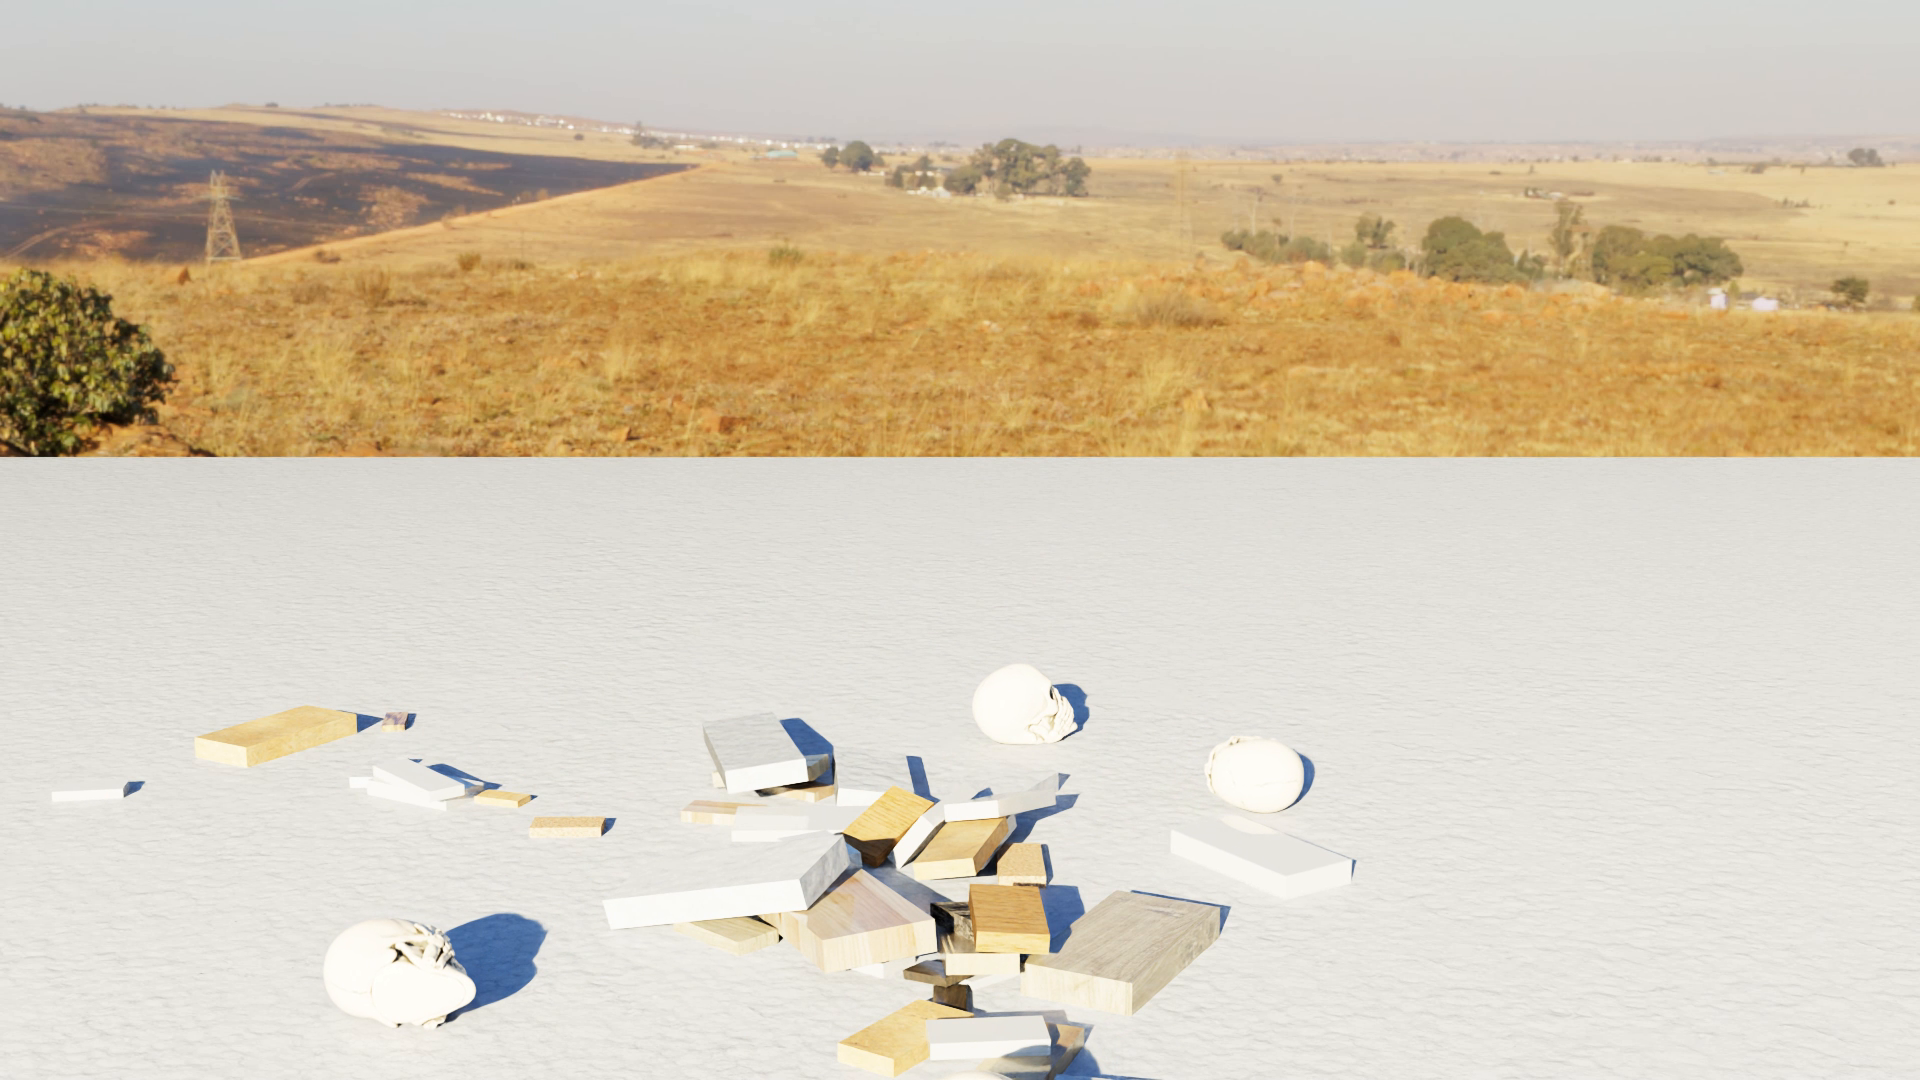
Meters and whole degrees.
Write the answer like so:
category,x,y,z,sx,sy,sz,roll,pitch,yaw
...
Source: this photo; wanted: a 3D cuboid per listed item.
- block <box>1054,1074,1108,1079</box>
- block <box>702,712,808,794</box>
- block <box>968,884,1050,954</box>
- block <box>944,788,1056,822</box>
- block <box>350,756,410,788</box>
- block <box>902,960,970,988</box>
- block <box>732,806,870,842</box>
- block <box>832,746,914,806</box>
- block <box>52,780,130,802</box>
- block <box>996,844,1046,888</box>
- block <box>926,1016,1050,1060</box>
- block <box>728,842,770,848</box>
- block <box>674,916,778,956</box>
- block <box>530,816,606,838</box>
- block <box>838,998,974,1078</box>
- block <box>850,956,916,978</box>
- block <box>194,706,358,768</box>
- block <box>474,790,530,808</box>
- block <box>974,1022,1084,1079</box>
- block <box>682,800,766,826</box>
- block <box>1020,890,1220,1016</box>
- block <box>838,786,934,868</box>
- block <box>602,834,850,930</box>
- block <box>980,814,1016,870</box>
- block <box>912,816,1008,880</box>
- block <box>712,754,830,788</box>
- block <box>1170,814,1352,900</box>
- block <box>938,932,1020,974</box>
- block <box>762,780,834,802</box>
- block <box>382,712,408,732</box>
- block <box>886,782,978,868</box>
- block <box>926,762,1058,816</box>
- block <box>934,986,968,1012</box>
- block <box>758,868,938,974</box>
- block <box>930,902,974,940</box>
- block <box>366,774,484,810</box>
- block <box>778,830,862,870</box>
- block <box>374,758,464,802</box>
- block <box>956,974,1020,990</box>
category,x,y,z,sx,sy,sz,roll,pitch,yaw
block,0.196,0.729,2.860,0.157,0.022,0.079,2,11,13
block,-0.408,0.412,4.311,0.148,0.042,0.567,-8,6,-10
block,0.072,0.566,3.295,0.106,0.030,0.212,3,10,-3
block,0.073,0.469,3.893,0.102,0.029,0.250,-8,-5,25
block,-1.142,0.457,4.330,0.072,0.020,0.143,1,11,4
block,-0.035,0.645,3.273,0.049,0.014,0.097,-15,9,-40
block,-0.261,0.518,3.946,0.285,0.040,0.143,0,11,-1
block,-0.168,0.460,4.210,0.143,0.040,0.285,6,10,-6
block,-1.665,0.480,4.214,0.128,0.018,0.064,-2,11,-9
block,0.103,0.559,3.775,0.079,0.022,0.174,0,11,-1
block,0.037,0.677,2.992,0.162,0.023,0.081,-1,11,-6
block,-0.315,0.550,3.818,0.178,0.025,0.088,0,11,1
block,-0.370,0.615,3.471,0.162,0.023,0.081,10,15,44
block,-0.712,0.521,3.992,0.128,0.018,0.064,0,11,-2
block,-0.074,0.691,3.054,0.095,0.027,0.190,7,13,34
block,-0.155,0.633,3.377,0.158,0.022,0.079,8,13,36
block,-1.413,0.404,4.553,0.148,0.042,0.297,6,12,30
block,-0.867,0.490,4.169,0.094,0.013,0.047,4,11,20
block,0.095,0.704,2.983,0.095,0.027,0.190,4,11,20
block,-0.436,0.506,4.068,0.143,0.020,0.072,3,11,13
block,0.249,0.624,3.349,0.177,0.050,0.354,5,12,27
block,-0.132,0.502,3.865,0.088,0.025,0.176,21,38,27
block,-0.371,0.546,3.511,0.354,0.050,0.177,-10,12,23
block,0.019,0.527,3.846,0.105,0.030,0.211,-8,10,19
block,0.003,0.520,3.728,0.105,0.030,0.211,-8,10,18
block,-0.366,0.447,4.263,0.203,0.029,0.102,-6,6,15
block,0.516,0.545,3.795,0.148,0.042,0.297,-7,13,-33
block,0.027,0.618,3.294,0.106,0.030,0.212,0,-2,-3
block,-0.312,0.478,4.225,0.128,0.018,0.064,7,13,32
block,-1.211,0.389,4.715,0.047,0.013,0.111,-2,11,-9
block,-0.047,0.501,3.871,0.030,0.105,0.211,42,22,10
block,0.059,0.481,4.143,0.143,0.040,0.285,6,12,28
block,-0.015,0.671,3.193,0.049,0.014,0.097,0,11,-1
block,-0.199,0.582,3.459,0.177,0.050,0.436,-7,8,-21
block,0.035,0.593,3.434,0.106,0.030,0.212,1,-2,-18
block,-1.023,0.475,4.207,0.203,0.029,0.102,6,12,30
block,-0.235,0.520,3.663,0.088,0.025,0.175,-7,8,-22
block,-1.029,0.456,4.178,0.072,0.020,0.228,-9,14,-40
block,0.037,0.651,3.301,0.097,0.014,0.049,-9,14,-40
